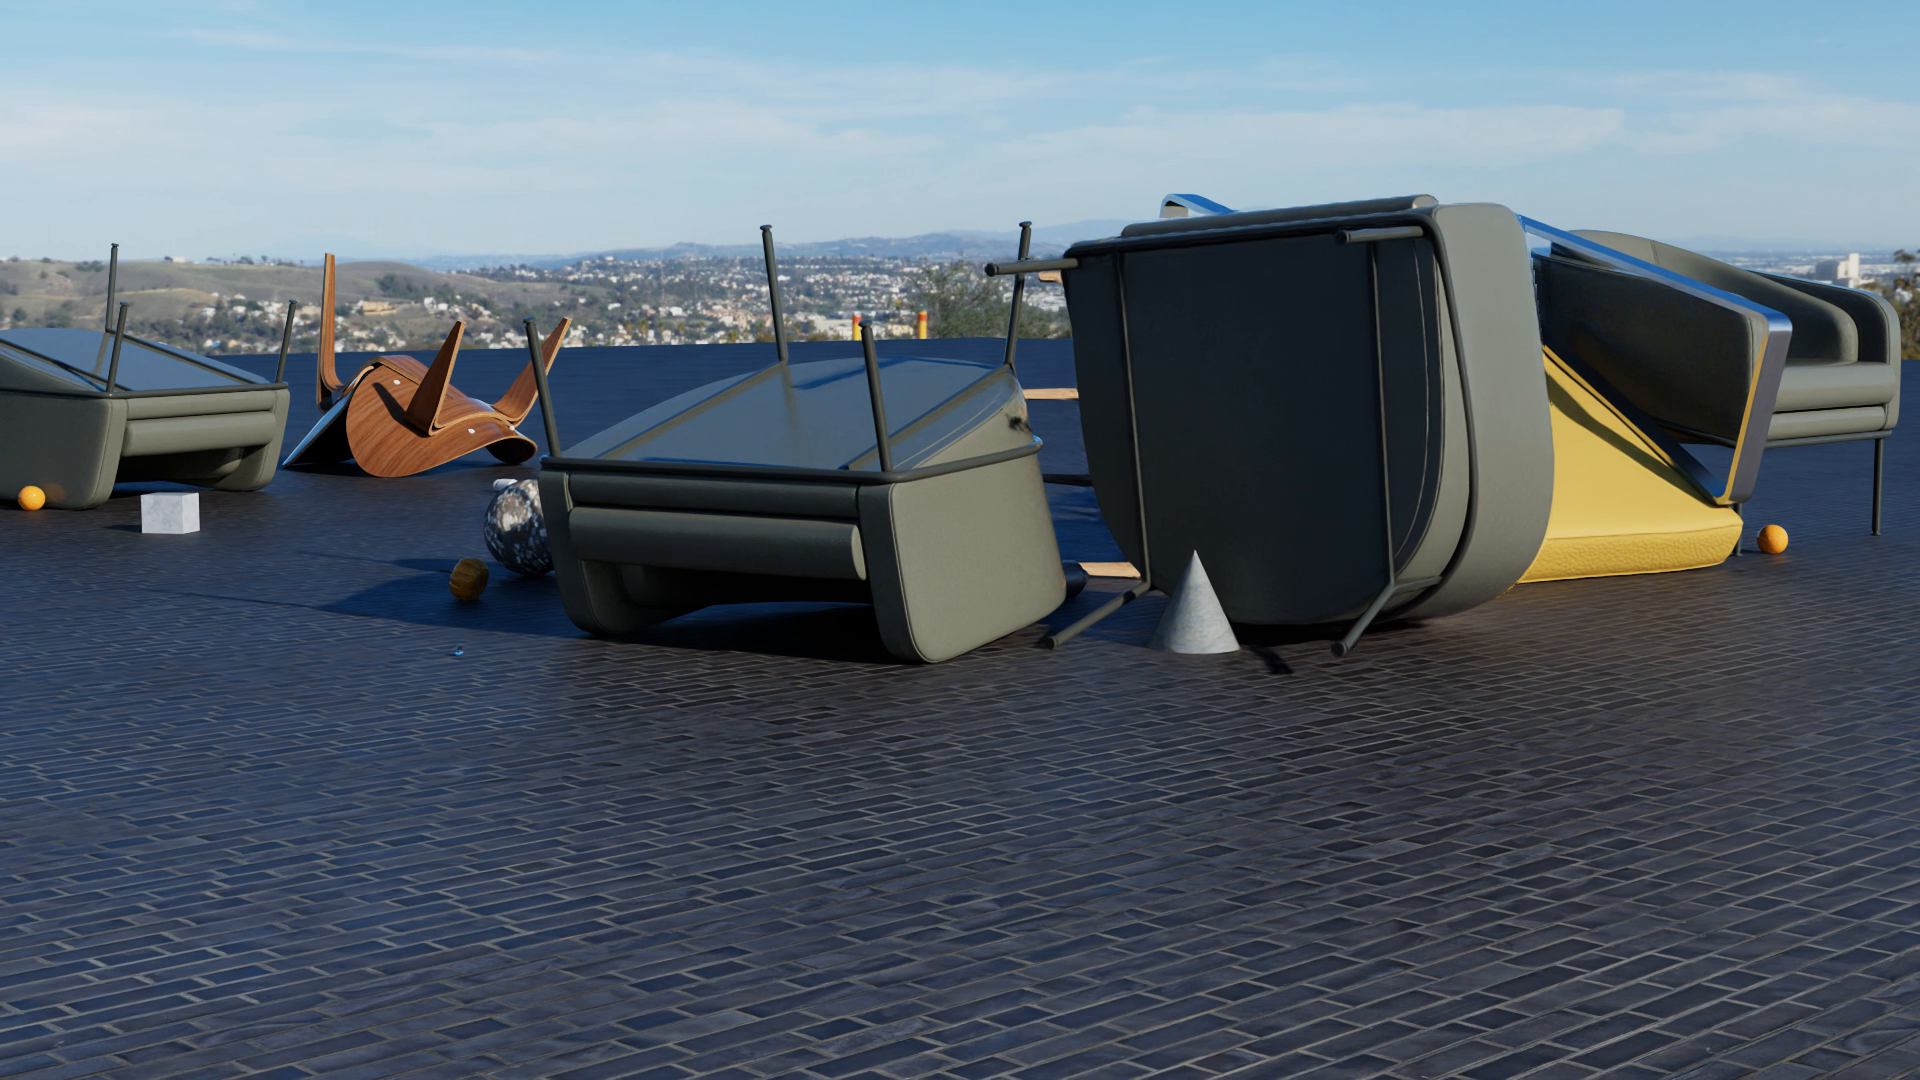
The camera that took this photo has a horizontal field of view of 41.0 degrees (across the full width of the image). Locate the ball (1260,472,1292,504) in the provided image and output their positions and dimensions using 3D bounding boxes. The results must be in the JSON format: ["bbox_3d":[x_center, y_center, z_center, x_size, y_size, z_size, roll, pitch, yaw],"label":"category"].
[{"bbox_3d":[0.915,-0.150,7.427,0.092,0.092,0.092,0,6,0],"label":"ball"}]

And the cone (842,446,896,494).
[{"bbox_3d":[-0.301,-0.179,7.808,0.151,0.159,0.147,-32,40,-20],"label":"cone"}]

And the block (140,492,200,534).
[{"bbox_3d":[-2.037,-0.070,6.617,0.114,0.097,0.089,1,6,10],"label":"block"}]

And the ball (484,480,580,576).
[{"bbox_3d":[-0.944,-0.028,5.655,0.211,0.211,0.211,0,6,0],"label":"ball"}]

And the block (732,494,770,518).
[{"bbox_3d":[-0.577,-0.094,7.066,0.084,0.053,0.059,-5,8,-41],"label":"block"}]

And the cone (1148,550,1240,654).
[{"bbox_3d":[0.417,0.103,4.565,0.162,0.174,0.180,-1,6,-6],"label":"cone"}]
